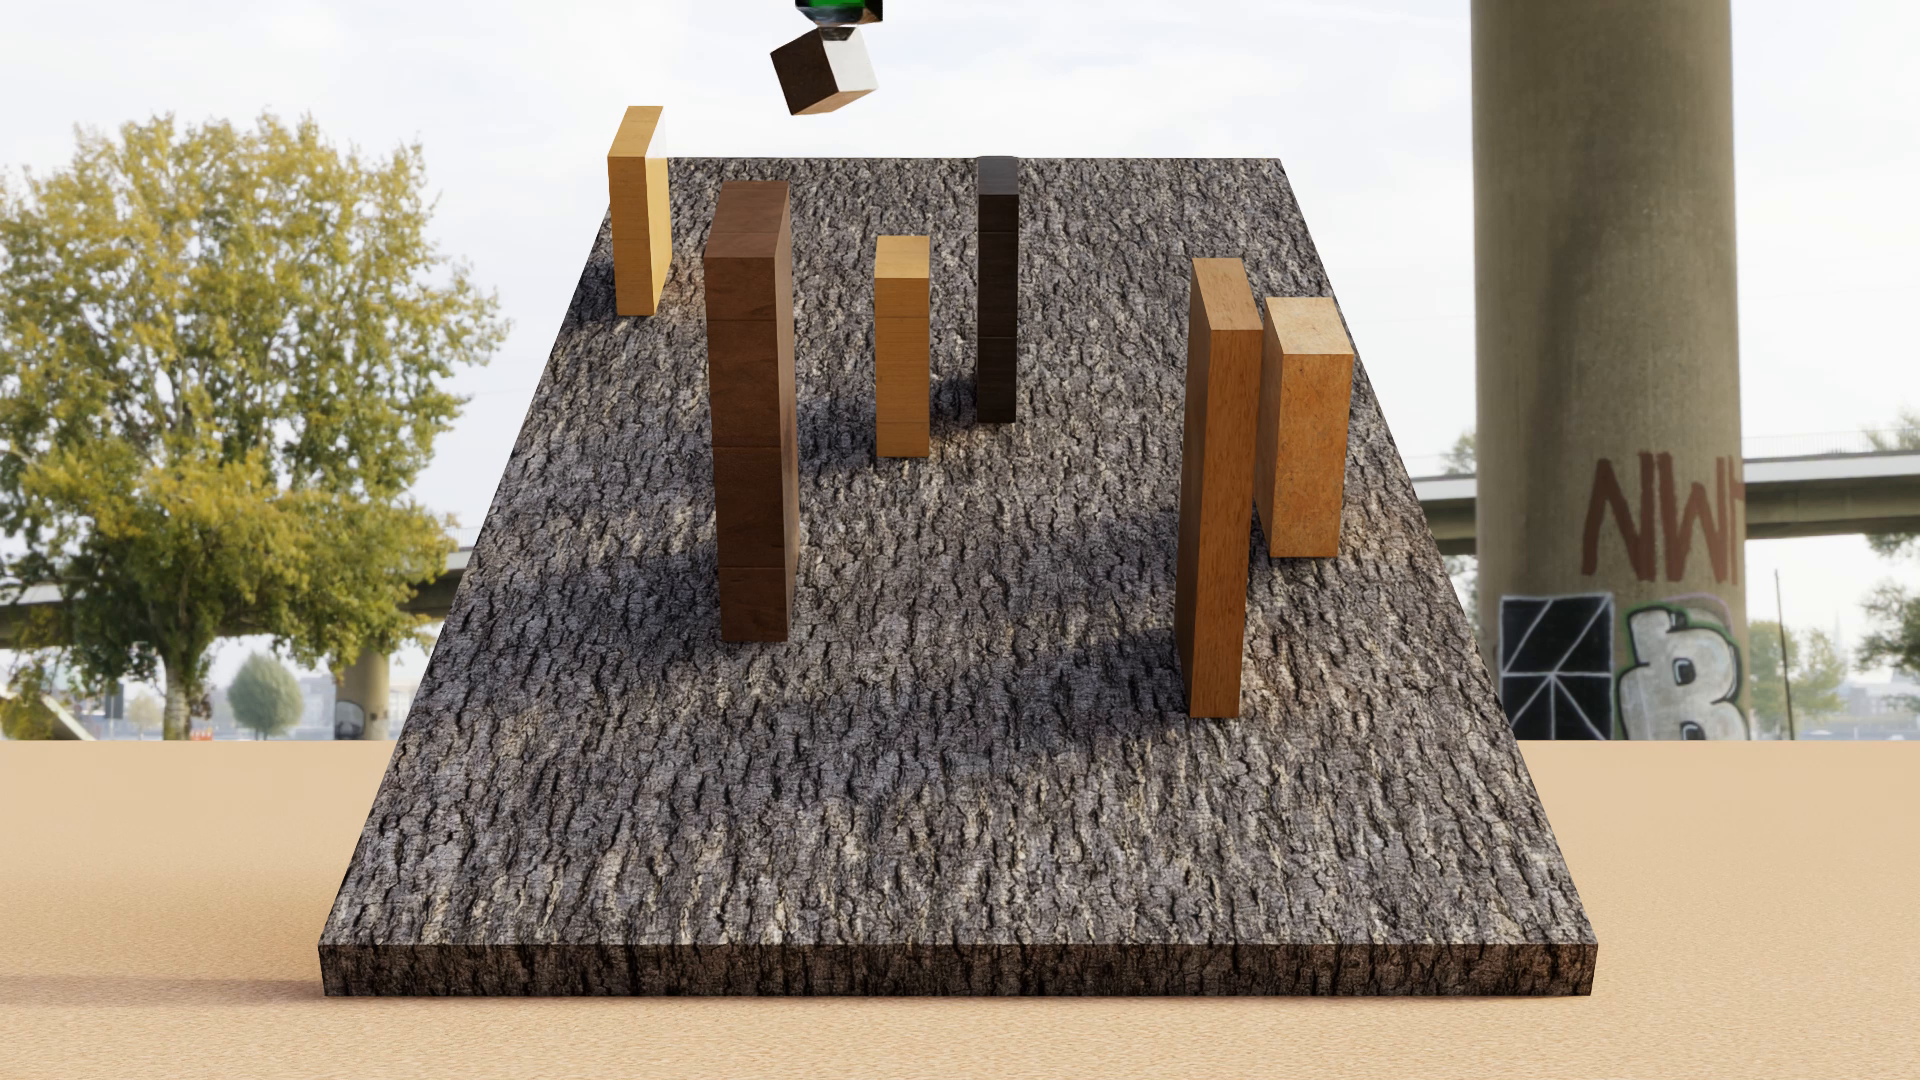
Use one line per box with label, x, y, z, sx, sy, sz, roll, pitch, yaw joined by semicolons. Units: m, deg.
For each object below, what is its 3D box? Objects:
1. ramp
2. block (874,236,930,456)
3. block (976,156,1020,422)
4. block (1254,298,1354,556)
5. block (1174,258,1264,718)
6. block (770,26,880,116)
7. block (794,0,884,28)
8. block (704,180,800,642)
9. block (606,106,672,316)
ramp;-0.010;-0.227;5.504;2.000;0.100;4.000;0;27;0
block;-0.128;-0.437;5.336;0.117;0.426;0.271;0;27;0
block;0.085;-0.581;5.484;0.089;0.551;0.283;0;27;0
block;0.708;-0.236;4.916;0.138;0.451;0.310;0;27;0
block;0.463;-0.093;4.293;0.088;0.757;0.347;0;27;0
block;-0.404;-1.400;7.066;0.199;0.199;0.199;-18;0;37
block;-0.355;-1.652;7.001;0.204;0.204;0.204;0;-5;17
block;-0.394;-0.250;4.572;0.126;0.781;0.431;0;27;0
block;-0.832;-0.864;6.180;0.095;0.423;0.441;0;27;0
